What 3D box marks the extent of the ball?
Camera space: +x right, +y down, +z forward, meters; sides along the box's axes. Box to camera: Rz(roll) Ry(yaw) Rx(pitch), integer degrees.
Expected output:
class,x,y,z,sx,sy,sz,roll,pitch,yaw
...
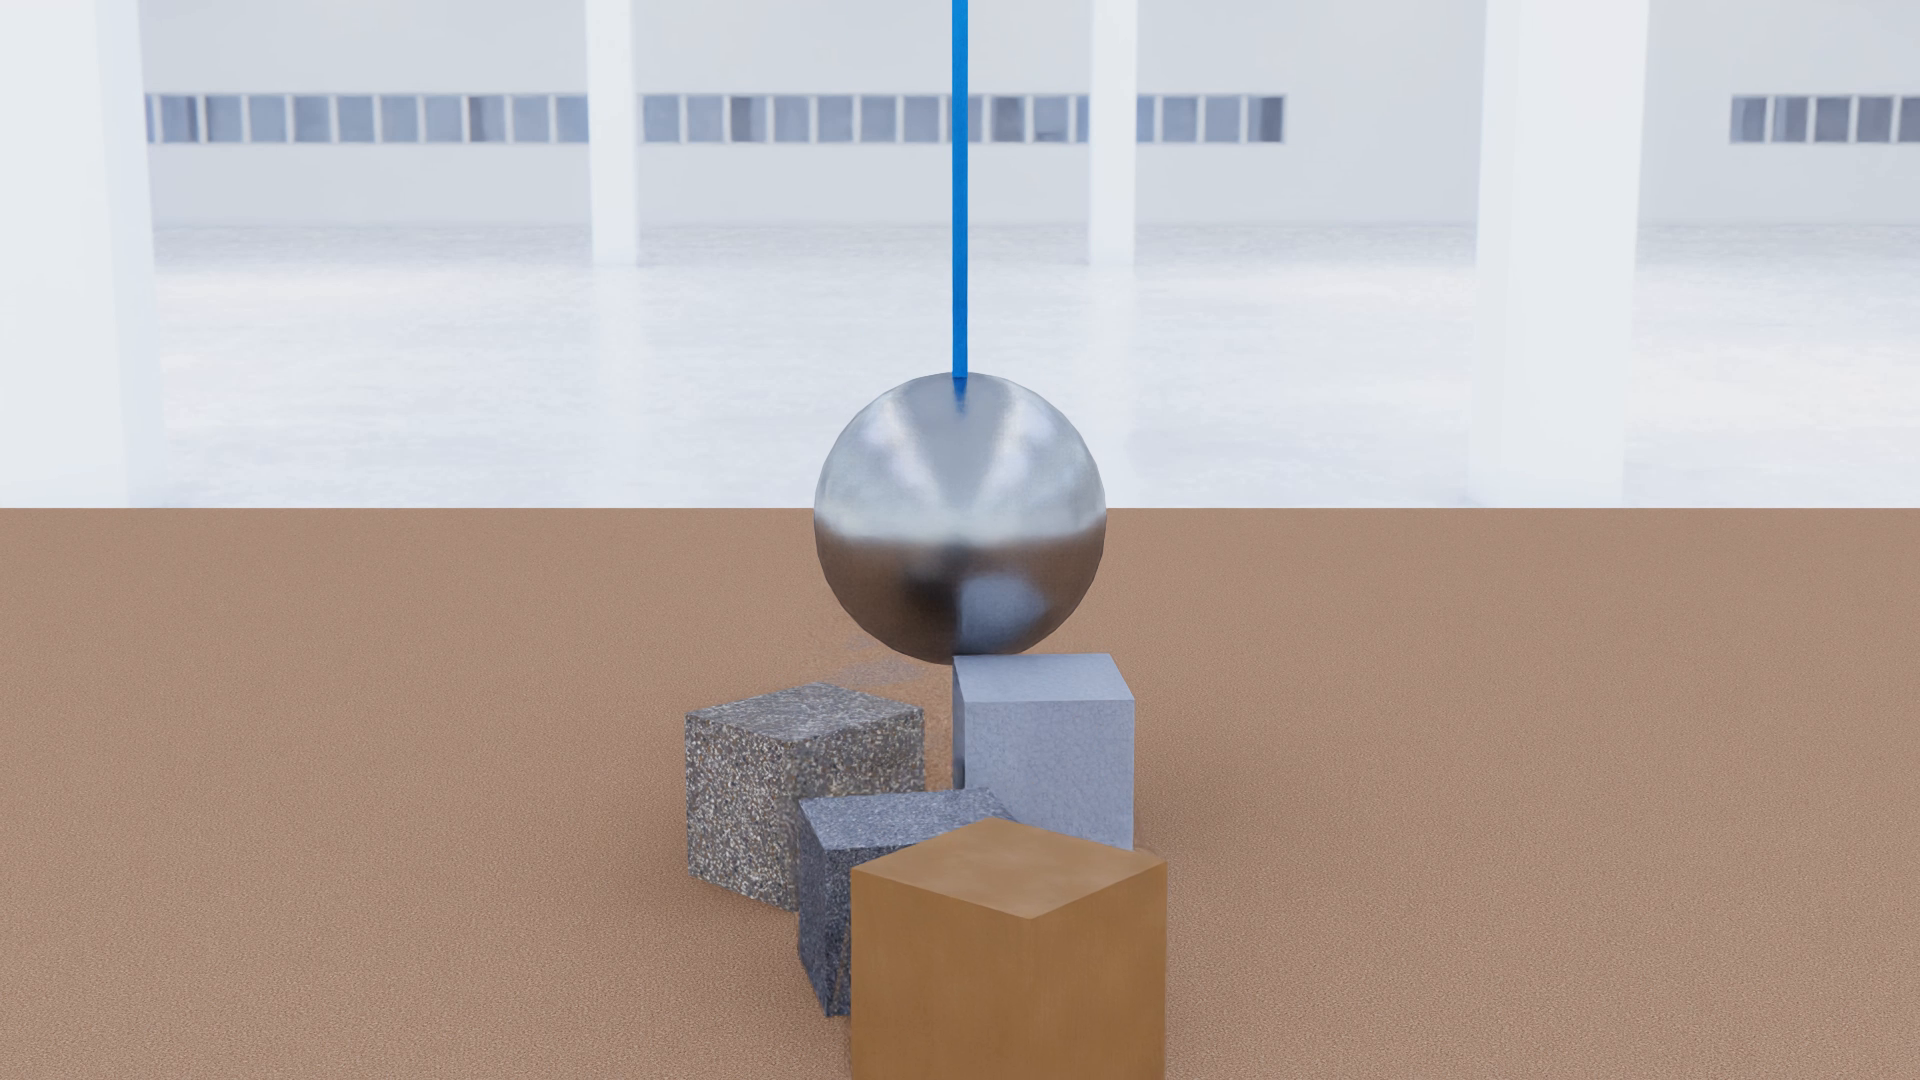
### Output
class,x,y,z,sx,sy,sz,roll,pitch,yaw
ball,0.000,-0.116,11.969,1.600,1.600,1.600,0,10,0

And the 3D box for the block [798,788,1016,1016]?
class,x,y,z,sx,sy,sz,roll,pitch,yaw
block,-0.209,1.510,9.278,0.844,0.706,0.701,-2,11,-13

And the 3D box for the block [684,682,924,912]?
class,x,y,z,sx,sy,sz,roll,pitch,yaw
block,-0.743,1.216,10.612,0.755,0.811,0.866,10,14,43

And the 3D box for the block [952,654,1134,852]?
class,x,y,z,sx,sy,sz,roll,pitch,yaw
block,0.407,1.097,11.242,0.833,0.820,0.986,-1,10,-3

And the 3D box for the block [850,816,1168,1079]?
class,x,y,z,sx,sy,sz,roll,pitch,yaw
block,0.183,1.625,8.170,0.841,0.879,0.819,9,13,39

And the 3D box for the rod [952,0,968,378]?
class,x,y,z,sx,sy,sz,roll,pitch,yaw
rod,0.000,-3.351,10.922,0.080,5.200,0.080,0,18,0
